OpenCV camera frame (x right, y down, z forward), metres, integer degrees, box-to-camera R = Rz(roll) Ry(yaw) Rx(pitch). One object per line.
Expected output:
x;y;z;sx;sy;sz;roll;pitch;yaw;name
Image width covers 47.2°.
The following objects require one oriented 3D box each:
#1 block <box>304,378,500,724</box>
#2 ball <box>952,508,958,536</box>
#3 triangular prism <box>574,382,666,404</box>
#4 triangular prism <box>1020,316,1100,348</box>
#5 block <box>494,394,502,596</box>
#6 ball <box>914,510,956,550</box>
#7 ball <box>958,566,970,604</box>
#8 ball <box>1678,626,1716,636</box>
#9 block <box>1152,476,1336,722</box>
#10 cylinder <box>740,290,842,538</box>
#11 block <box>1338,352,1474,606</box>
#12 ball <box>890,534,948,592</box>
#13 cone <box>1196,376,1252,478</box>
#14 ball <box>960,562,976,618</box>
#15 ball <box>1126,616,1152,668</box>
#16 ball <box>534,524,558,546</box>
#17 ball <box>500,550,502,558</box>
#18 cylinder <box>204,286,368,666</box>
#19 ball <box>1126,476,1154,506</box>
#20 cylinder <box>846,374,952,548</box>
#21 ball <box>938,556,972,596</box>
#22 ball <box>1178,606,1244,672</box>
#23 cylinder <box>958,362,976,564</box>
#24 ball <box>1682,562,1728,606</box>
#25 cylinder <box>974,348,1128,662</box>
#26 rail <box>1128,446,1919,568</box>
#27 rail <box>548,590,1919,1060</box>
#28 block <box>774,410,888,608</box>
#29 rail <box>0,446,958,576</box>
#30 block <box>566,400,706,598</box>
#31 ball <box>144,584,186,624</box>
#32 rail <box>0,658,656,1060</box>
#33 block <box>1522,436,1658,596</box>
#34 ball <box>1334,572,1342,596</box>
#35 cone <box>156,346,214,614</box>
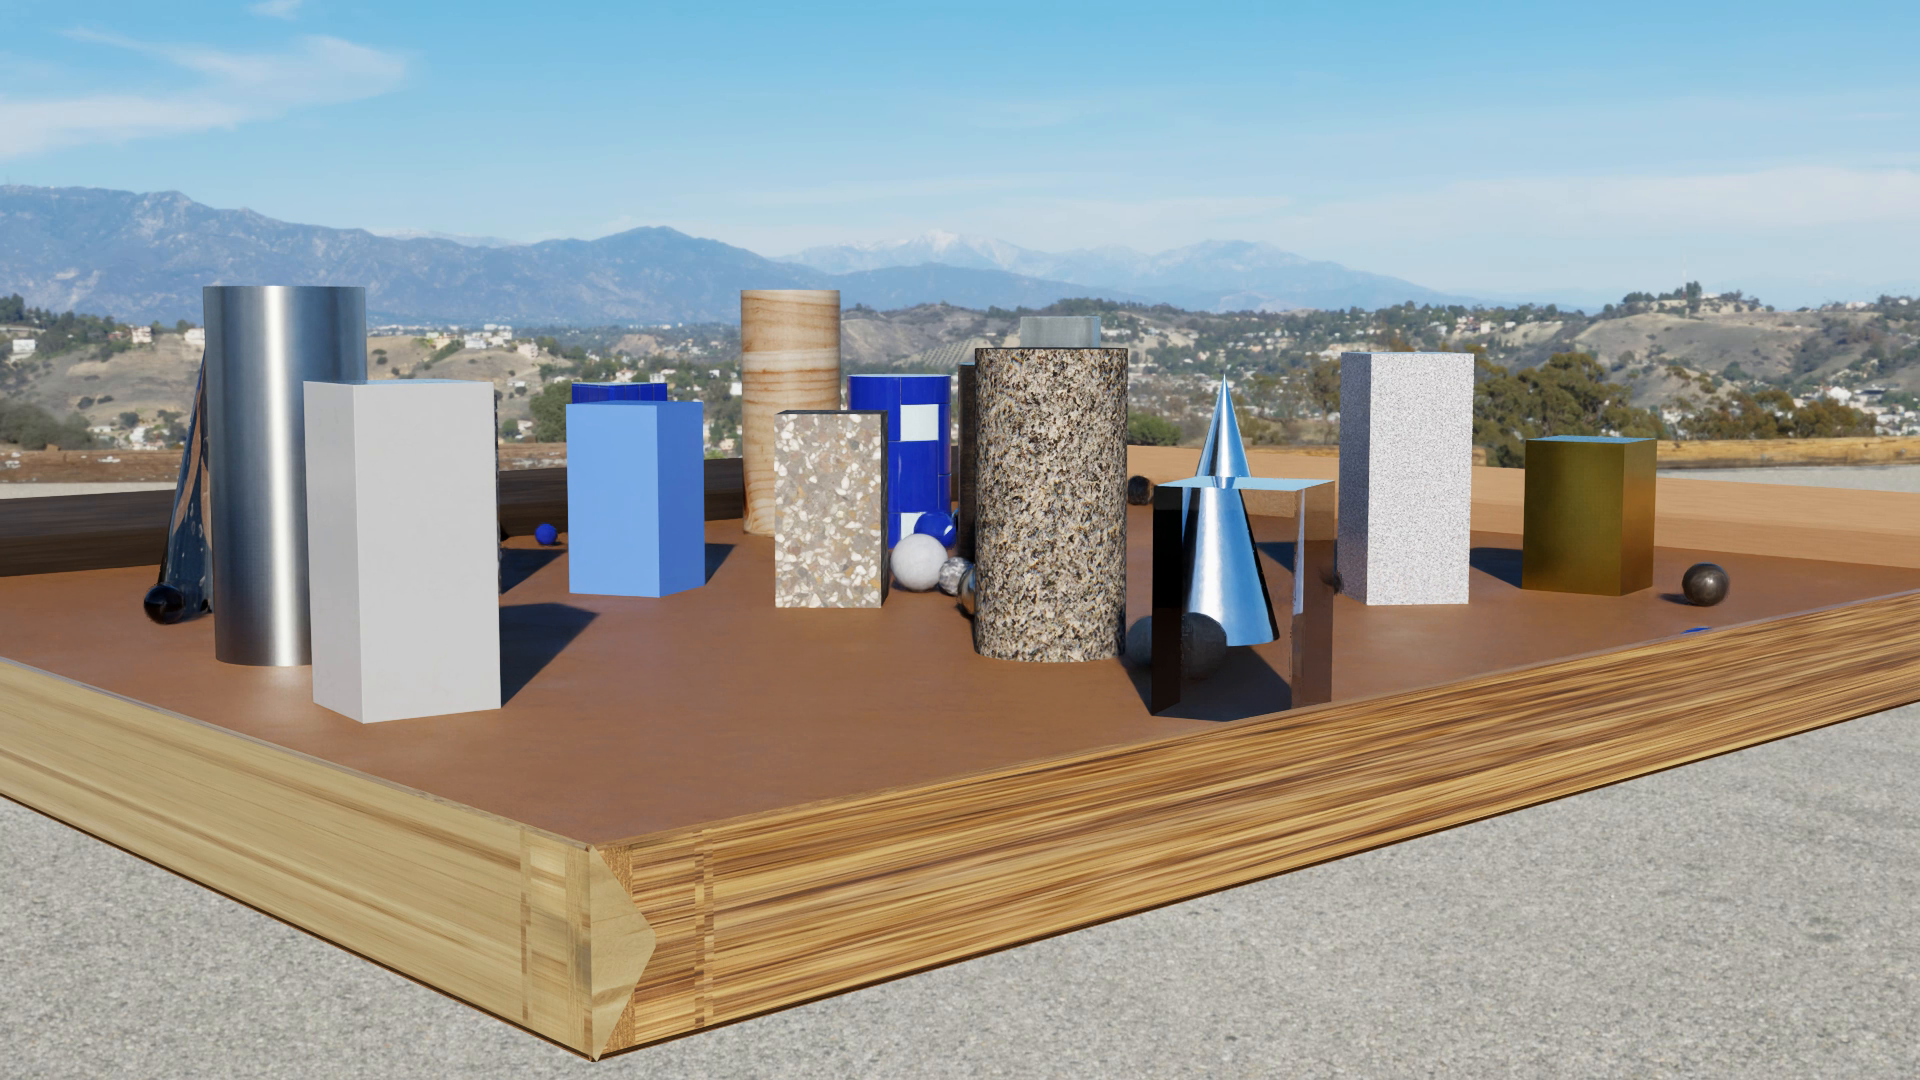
-0.627;0.005;2.472;0.159;0.366;0.159;-4;7;-35;block
0.013;-0.035;4.319;0.064;0.064;0.064;0;6;0;ball
-0.610;-0.135;4.076;0.149;0.312;0.172;-4;7;-33;triangular prism
0.228;-0.213;4.243;0.172;0.433;0.149;4;7;35;triangular prism
-0.809;-0.062;3.369;0.159;0.315;0.159;1;6;7;block
-0.047;-0.015;4.050;0.079;0.079;0.079;0;6;0;ball
0.034;0.071;3.239;0.076;0.076;0.076;0;6;0;ball
0.829;0.144;2.443;0.096;0.096;0.096;0;6;0;ball
0.317;0.063;2.451;0.159;0.255;0.159;3;7;25;block
-0.337;-0.256;4.402;0.199;0.485;0.199;0;6;0;cylinder
0.687;-0.099;3.408;0.159;0.380;0.159;-1;6;-7;block
-0.064;0.036;3.497;0.093;0.093;0.093;0;6;0;ball
0.367;-0.052;3.066;0.199;0.358;0.199;0;6;0;cone
0.047;0.072;3.152;0.093;0.093;0.093;0;6;0;ball
0.241;0.128;2.749;0.065;0.065;0.065;0;6;0;ball
-0.786;-0.009;4.175;0.042;0.042;0.042;0;6;0;ball
-0.824;0.025;3.850;0.042;0.042;0.042;0;6;0;ball
-0.864;-0.088;2.838;0.199;0.475;0.199;0;6;0;cylinder
0.411;-0.114;5.059;0.068;0.068;0.068;0;6;0;ball
-0.116;-0.154;4.209;0.199;0.322;0.199;0;6;0;cylinder
-0.002;0.057;3.441;0.062;0.062;0.062;0;6;0;ball
0.310;0.123;2.716;0.082;0.082;0.082;0;6;0;ball
0.096;-0.108;3.592;0.199;0.359;0.199;0;6;0;cylinder
1.127;0.067;3.325;0.067;0.067;0.067;0;6;0;ball
0.119;-0.052;2.873;0.199;0.396;0.199;0;6;0;cylinder
1.119;-0.073;4.358;0.045;0.129;2.708;-5;8;-42;rail
0.902;0.135;2.360;3.092;0.129;0.045;-5;8;-42;rail
-0.195;-0.051;3.377;0.159;0.291;0.159;0;6;2;block
-0.902;-0.068;4.304;3.092;0.129;0.045;-5;8;-42;rail
-0.517;-0.070;3.516;0.159;0.299;0.159;2;6;20;block
-1.133;0.092;3.133;0.057;0.057;0.057;0;6;0;ball
-1.119;0.141;2.305;0.045;0.129;2.708;-5;8;-42;rail
1.012;-0.042;3.535;0.159;0.240;0.159;4;7;35;block
0.570;0.069;3.417;0.043;0.043;0.043;0;6;0;ball
-1.123;-0.122;3.322;0.199;0.442;0.199;0;6;0;cone
